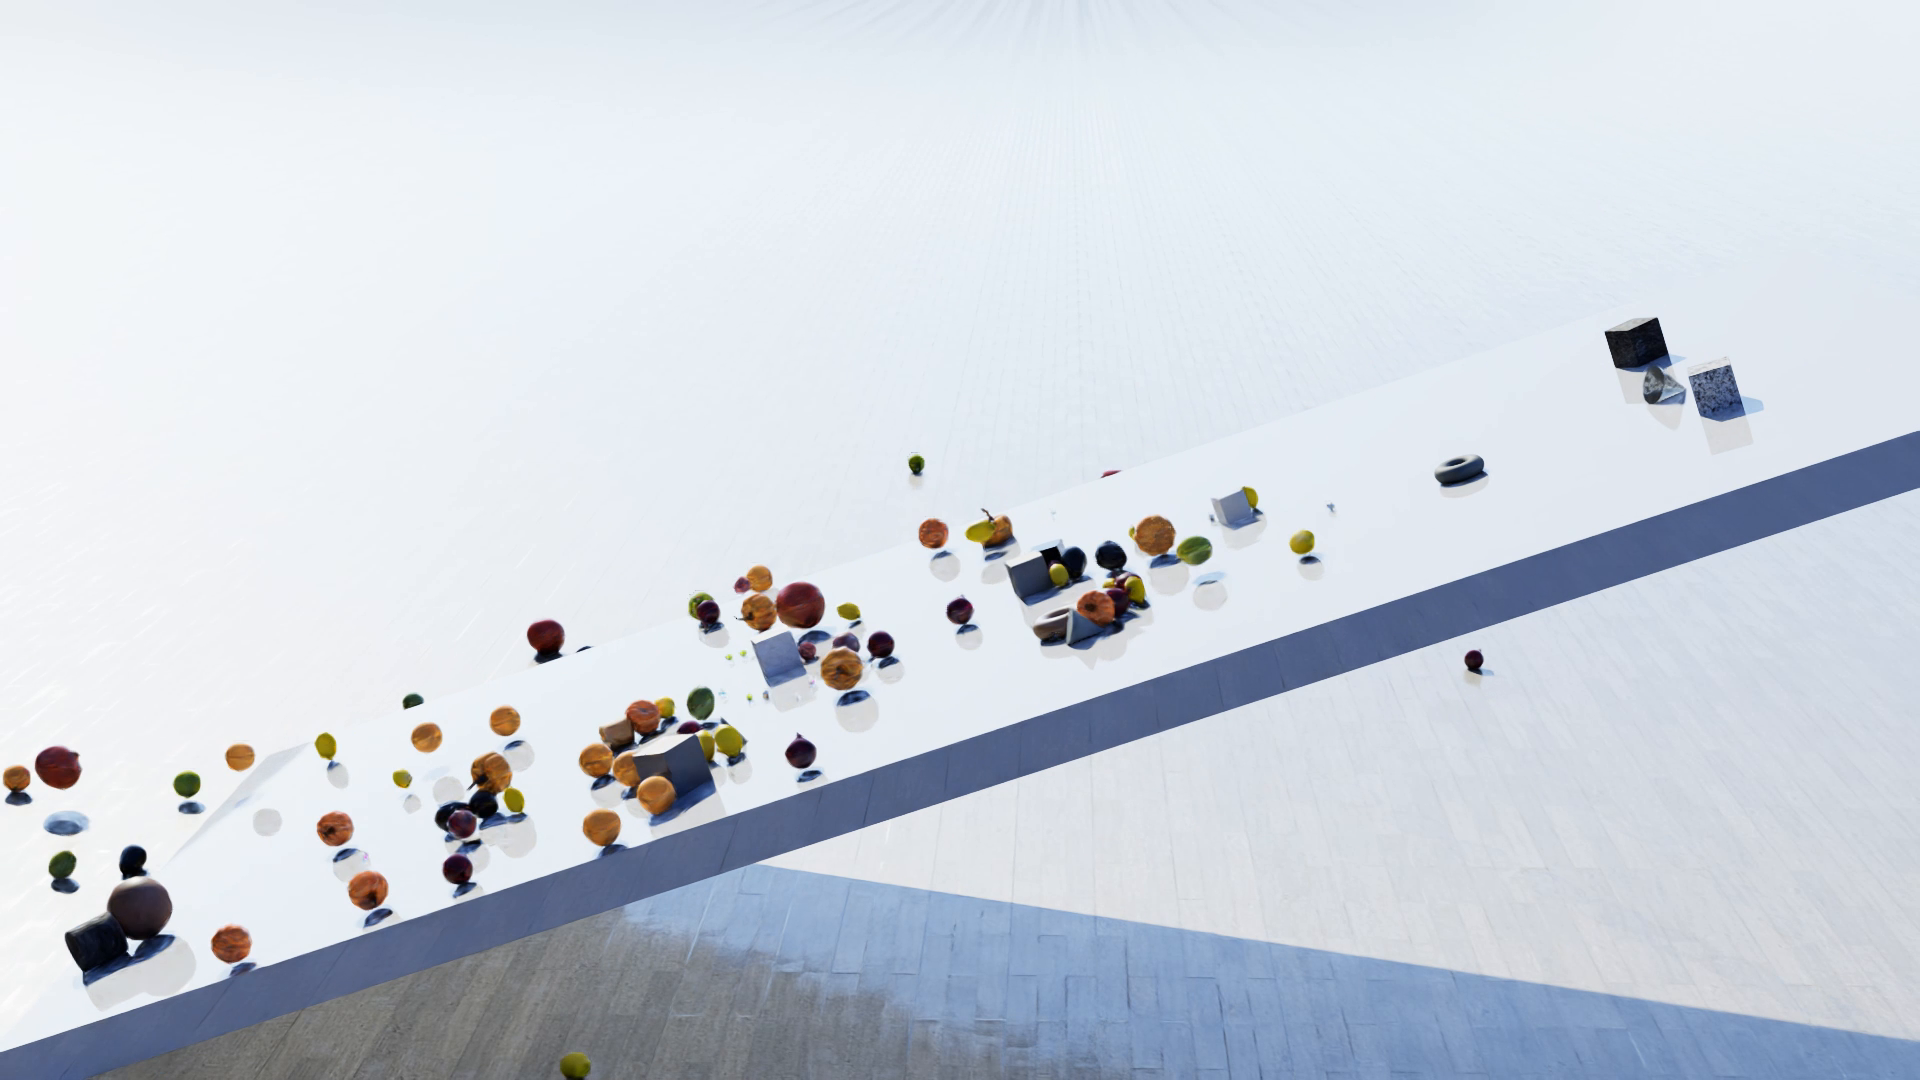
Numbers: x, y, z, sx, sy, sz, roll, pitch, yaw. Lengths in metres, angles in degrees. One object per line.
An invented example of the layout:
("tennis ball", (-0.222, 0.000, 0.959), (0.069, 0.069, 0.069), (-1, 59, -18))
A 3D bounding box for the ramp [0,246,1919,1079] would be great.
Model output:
("ramp", (0.109, 0.179, 6.303), (4.000, 0.100, 2.000), (-18, 11, 6))

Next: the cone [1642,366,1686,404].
("cone", (1.455, -0.313, 6.025), (0.080, 0.080, 0.080), (5, 10, -19))

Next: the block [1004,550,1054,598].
("block", (0.147, 0.074, 6.296), (0.073, 0.073, 0.073), (-21, 11, -7))

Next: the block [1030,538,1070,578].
("block", (0.195, 0.044, 6.379), (0.066, 0.066, 0.066), (-17, 11, 14))

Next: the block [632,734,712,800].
("block", (-0.555, 0.438, 5.675), (0.094, 0.094, 0.094), (-9, 15, 43))

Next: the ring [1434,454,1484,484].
("ring", (1.013, -0.144, 5.967), (0.104, 0.035, 0.104), (-18, 12, 4))

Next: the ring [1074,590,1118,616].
("ring", (0.272, 0.127, 5.923), (0.099, 0.033, 0.099), (-20, 10, 4))

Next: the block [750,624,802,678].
("block", (-0.400, 0.242, 6.397), (0.083, 0.083, 0.083), (-21, 11, -10))

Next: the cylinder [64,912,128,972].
("cylinder", (-1.738, 0.808, 5.918), (0.090, 0.090, 0.090), (-27, 26, -33))

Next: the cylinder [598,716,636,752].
("cylinder", (-0.725, 0.408, 6.209), (0.058, 0.058, 0.058), (-24, 21, -21))

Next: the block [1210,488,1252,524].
("block", (0.581, -0.073, 6.300), (0.059, 0.059, 0.059), (-23, 11, -11))

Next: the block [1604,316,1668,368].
("block", (1.480, -0.432, 6.435), (0.085, 0.085, 0.085), (-24, 12, -22))

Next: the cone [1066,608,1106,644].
("cone", (0.250, 0.173, 5.739), (0.074, 0.074, 0.074), (7, 12, -6))

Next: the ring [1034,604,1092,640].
("ring", (0.204, 0.163, 5.847), (0.125, 0.042, 0.125), (-18, 10, 3))

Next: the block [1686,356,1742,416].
("block", (1.487, -0.304, 5.798), (0.083, 0.083, 0.083), (-16, 11, 16))

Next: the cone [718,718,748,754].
("cone", (-0.465, 0.382, 5.866), (0.065, 0.065, 0.065), (-19, 11, 4))
